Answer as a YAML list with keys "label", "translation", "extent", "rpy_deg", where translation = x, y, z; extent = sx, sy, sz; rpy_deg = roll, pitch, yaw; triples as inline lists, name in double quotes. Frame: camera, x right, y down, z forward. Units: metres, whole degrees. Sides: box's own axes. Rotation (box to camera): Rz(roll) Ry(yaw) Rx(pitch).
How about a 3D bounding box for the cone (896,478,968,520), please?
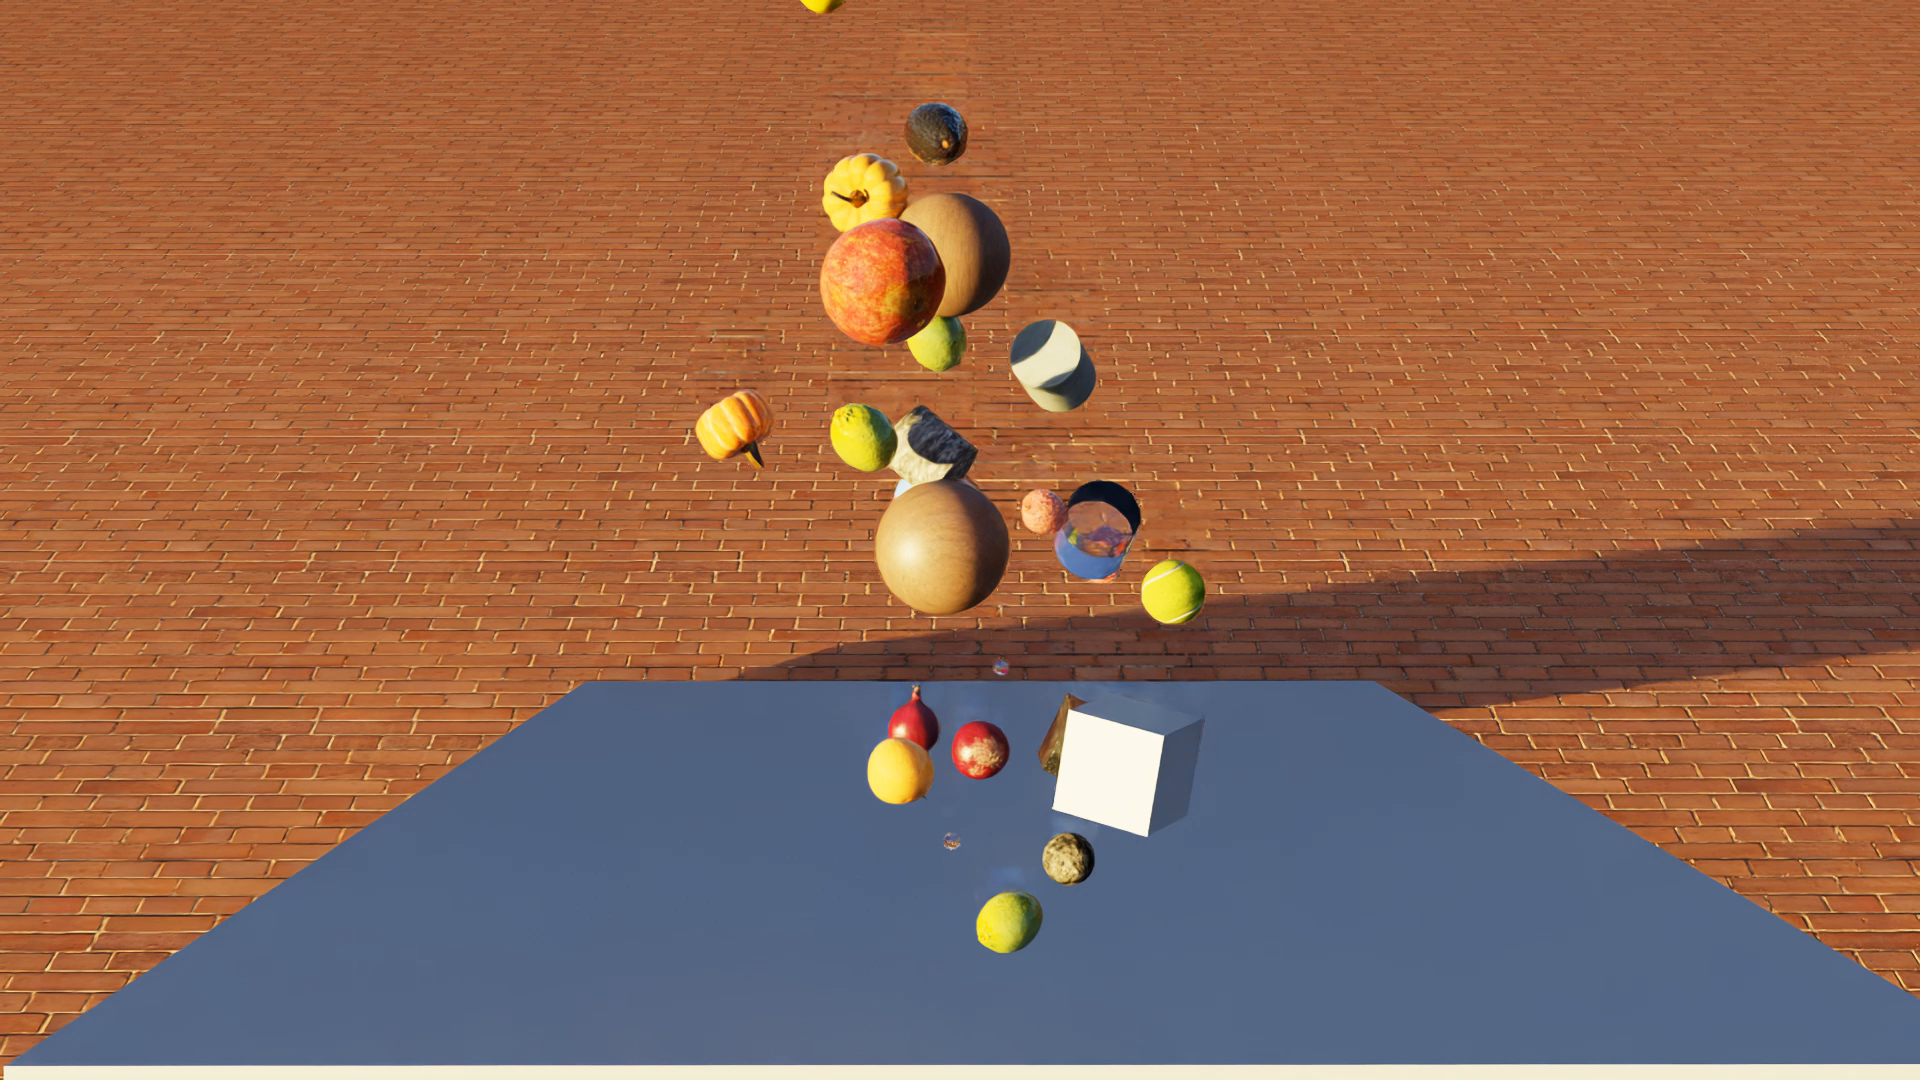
- label: "cone"
  translation: [-0.030, -0.074, 2.715]
  extent: [0.077, 0.077, 0.077]
  rpy_deg: [0, 48, -1]

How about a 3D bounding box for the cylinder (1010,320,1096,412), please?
- label: "cylinder"
  translation: [0.102, -0.190, 2.816]
  extent: [0.078, 0.078, 0.078]
  rpy_deg: [8, -14, 18]

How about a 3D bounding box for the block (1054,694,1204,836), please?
- label: "block"
  translation: [0.163, 0.216, 2.490]
  extent: [0.100, 0.100, 0.100]
  rpy_deg: [14, 13, 25]

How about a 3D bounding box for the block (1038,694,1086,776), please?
- label: "block"
  translation: [0.128, 0.210, 2.635]
  extent: [0.069, 0.069, 0.069]
  rpy_deg: [25, 8, -7]

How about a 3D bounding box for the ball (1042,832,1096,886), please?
- label: "ball"
  translation: [0.109, 0.319, 2.577]
  extent: [0.052, 0.052, 0.052]
  rpy_deg: [0, 23, 0]

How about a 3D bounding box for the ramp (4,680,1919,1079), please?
- label: "ramp"
  translation: [0.054, 0.488, 4.541]
  extent: [2.000, 0.100, 4.000]
  rpy_deg: [0, 2, 0]

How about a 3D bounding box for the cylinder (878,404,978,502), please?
- label: "cylinder"
  translation: [-0.031, -0.085, 2.539]
  extent: [0.069, 0.069, 0.069]
  rpy_deg: [40, 36, 12]

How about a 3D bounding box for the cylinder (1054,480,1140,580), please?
- label: "cylinder"
  translation: [0.130, -0.009, 2.447]
  extent: [0.070, 0.070, 0.070]
  rpy_deg: [4, 61, -8]
